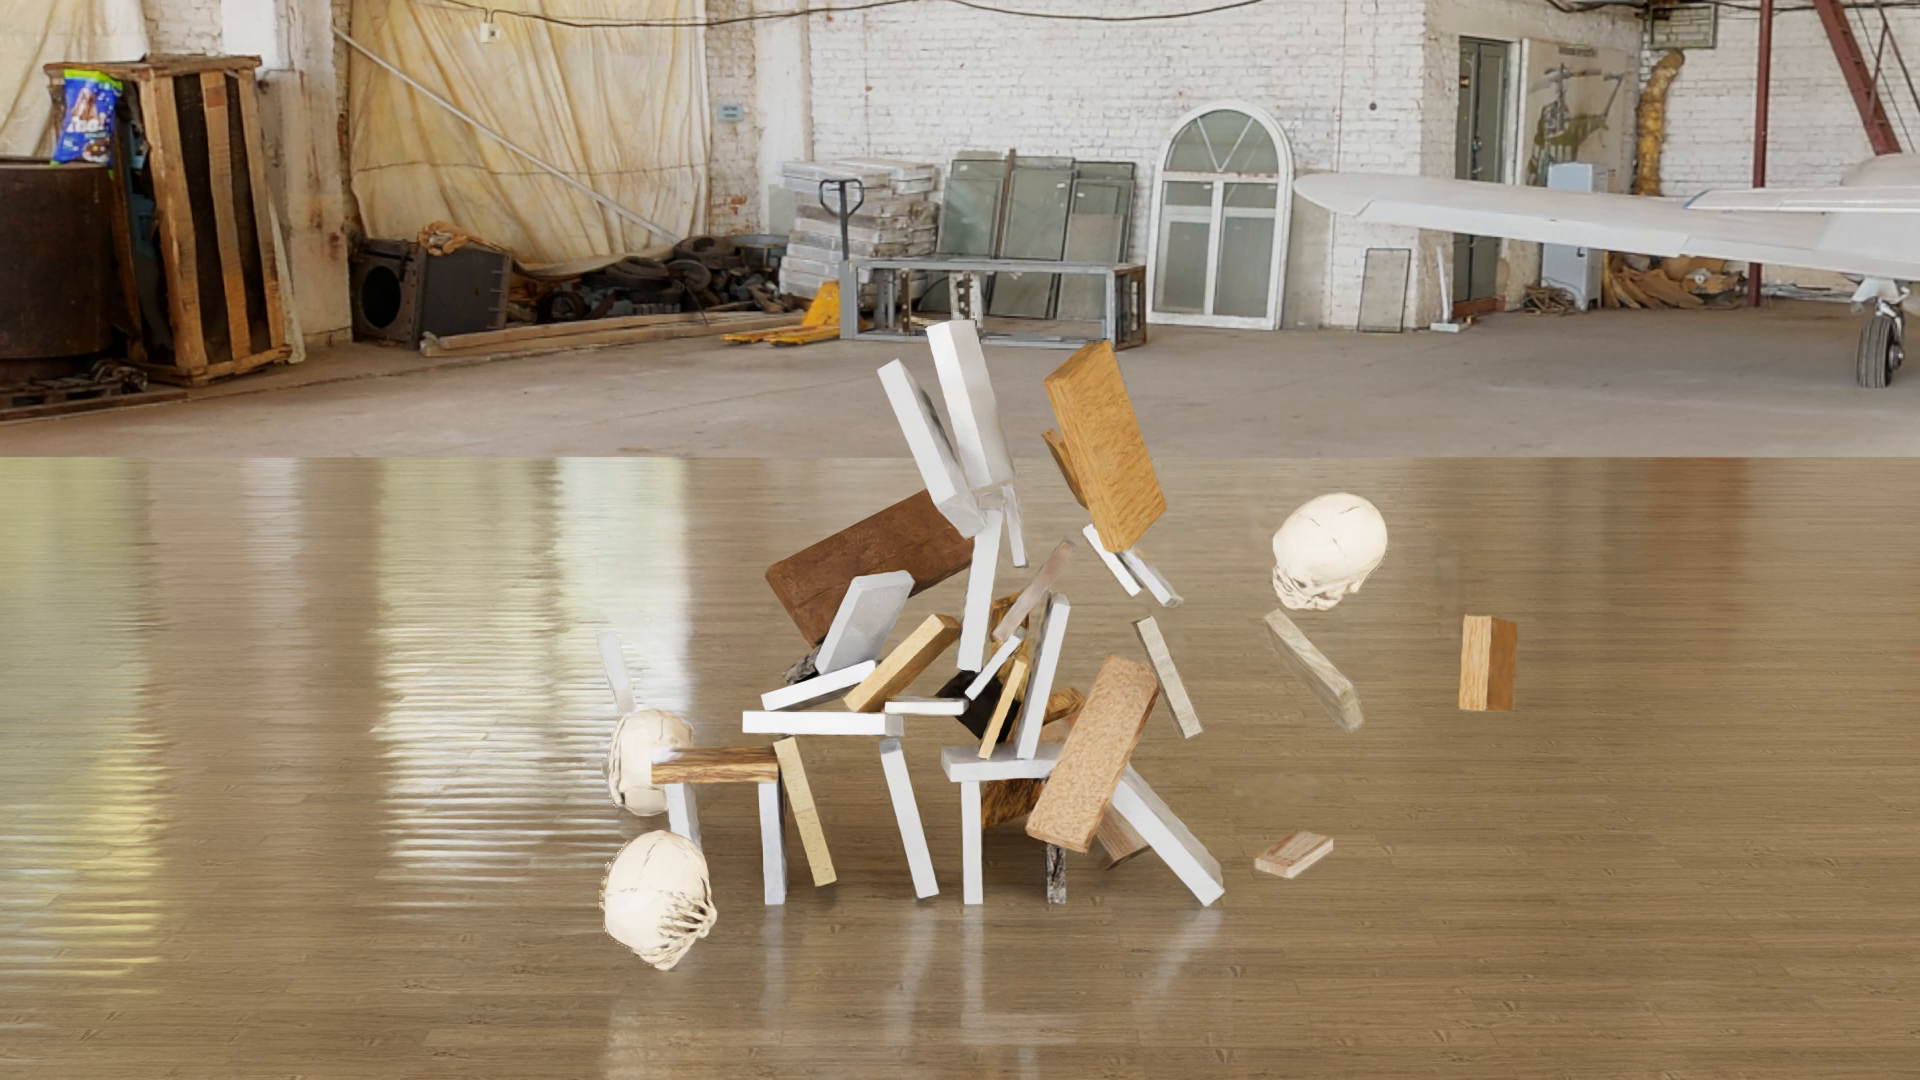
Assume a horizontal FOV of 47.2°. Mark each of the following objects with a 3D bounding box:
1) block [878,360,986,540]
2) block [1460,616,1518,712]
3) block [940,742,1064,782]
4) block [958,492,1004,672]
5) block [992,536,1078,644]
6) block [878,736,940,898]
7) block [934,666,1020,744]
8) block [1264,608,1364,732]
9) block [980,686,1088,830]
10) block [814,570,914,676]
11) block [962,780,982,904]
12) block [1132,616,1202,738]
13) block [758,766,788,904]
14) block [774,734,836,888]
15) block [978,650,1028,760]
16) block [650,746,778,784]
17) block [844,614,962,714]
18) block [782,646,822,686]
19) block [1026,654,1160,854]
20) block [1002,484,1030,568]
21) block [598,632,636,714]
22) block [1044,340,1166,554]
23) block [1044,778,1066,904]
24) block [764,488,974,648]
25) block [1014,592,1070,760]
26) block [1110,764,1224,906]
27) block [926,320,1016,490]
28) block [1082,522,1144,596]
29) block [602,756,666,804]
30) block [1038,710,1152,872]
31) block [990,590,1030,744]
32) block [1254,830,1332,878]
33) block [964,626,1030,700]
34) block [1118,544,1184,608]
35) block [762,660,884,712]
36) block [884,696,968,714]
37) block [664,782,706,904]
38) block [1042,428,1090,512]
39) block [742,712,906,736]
[{"bbox_3d":[-0.044,-0.143,3.452,0.038,0.273,0.133,-28,-31,9],"label":"block"},{"bbox_3d":[0.887,0.209,3.687,0.043,0.152,0.303,3,-3,22],"label":"block"},{"bbox_3d":[0.079,0.366,3.641,0.210,0.030,0.105,-2,11,-9],"label":"block"},{"bbox_3d":[0.033,0.067,3.574,0.038,0.266,0.133,8,13,-1],"label":"block"},{"bbox_3d":[0.123,0.081,3.589,0.027,0.190,0.095,37,6,2],"label":"block"},{"bbox_3d":[-0.086,0.460,3.660,0.035,0.248,0.124,-15,6,-2],"label":"block"},{"bbox_3d":[0.042,0.291,3.870,0.027,0.095,0.190,50,3,43],"label":"block"},{"bbox_3d":[0.554,0.203,3.450,0.028,0.100,0.200,-34,48,-7],"label":"block"},{"bbox_3d":[0.128,0.396,3.985,0.137,0.274,0.039,-15,47,-42],"label":"block"},{"bbox_3d":[-0.161,0.140,3.678,0.105,0.211,0.030,-8,49,-36],"label":"block"},{"bbox_3d":[0.020,0.487,3.650,0.030,0.210,0.105,-1,11,0],"label":"block"},{"bbox_3d":[0.335,0.220,3.565,0.028,0.200,0.100,-23,-1,-1],"label":"block"},{"bbox_3d":[-0.309,0.489,3.647,0.029,0.206,0.103,-3,11,0],"label":"block"},{"bbox_3d":[-0.260,0.451,3.681,0.035,0.248,0.124,-17,-2,-5],"label":"block"},{"bbox_3d":[0.070,0.271,3.609,0.018,0.174,0.065,21,12,-1],"label":"block"},{"bbox_3d":[-0.406,0.371,3.631,0.206,0.029,0.103,-1,11,-7],"label":"block"},{"bbox_3d":[-0.092,0.208,3.658,0.030,0.211,0.105,49,10,17],"label":"block"},{"bbox_3d":[-0.249,0.219,3.837,0.101,0.029,0.202,-35,-6,-1],"label":"block"},{"bbox_3d":[0.224,0.344,3.584,0.100,0.028,0.352,15,57,22],"label":"block"},{"bbox_3d":[0.091,-0.021,3.593,0.019,0.132,0.066,-10,-6,6],"label":"block"},{"bbox_3d":[-0.600,0.234,3.846,0.029,0.101,0.202,-17,-13,-11],"label":"block"},{"bbox_3d":[0.235,-0.150,3.522,0.043,0.303,0.152,-7,23,36],"label":"block"},{"bbox_3d":[0.158,0.486,3.652,0.030,0.210,0.105,-1,11,1],"label":"block"},{"bbox_3d":[-0.135,0.037,3.813,0.383,0.152,0.043,-27,-16,-27],"label":"block"},{"bbox_3d":[0.134,0.222,3.614,0.027,0.264,0.095,12,10,-4],"label":"block"},{"bbox_3d":[0.332,0.475,3.657,0.039,0.275,0.137,-41,6,10],"label":"block"},{"bbox_3d":[0.019,-0.218,3.526,0.038,0.266,0.133,-15,1,20],"label":"block"},{"bbox_3d":[0.249,0.031,3.577,0.019,0.134,0.067,-37,-4,9],"label":"block"},{"bbox_3d":[-0.628,0.464,4.270,0.101,0.029,0.202,-3,11,-18],"label":"block"},{"bbox_3d":[0.231,0.437,3.848,0.137,0.039,0.274,-19,64,-39],"label":"block"},{"bbox_3d":[0.089,0.233,3.887,0.066,0.349,0.019,-20,45,-18],"label":"block"},{"bbox_3d":[0.543,0.510,3.573,0.066,0.019,0.132,11,22,38],"label":"block"},{"bbox_3d":[0.061,0.202,3.610,0.018,0.131,0.065,40,16,5],"label":"block"},{"bbox_3d":[0.306,0.054,3.587,0.134,0.019,0.067,51,13,21],"label":"block"},{"bbox_3d":[-0.220,0.250,3.743,0.211,0.030,0.105,-18,-11,15],"label":"block"},{"bbox_3d":[-0.055,0.274,3.646,0.130,0.018,0.065,0,3,7],"label":"block"},{"bbox_3d":[-0.454,0.488,3.647,0.029,0.206,0.103,-7,10,1],"label":"block"},{"bbox_3d":[0.178,-0.111,3.532,0.019,0.134,0.067,-32,26,-4],"label":"block"},{"bbox_3d":[-0.228,0.310,3.708,0.248,0.035,0.124,0,-6,15],"label":"block"}]
